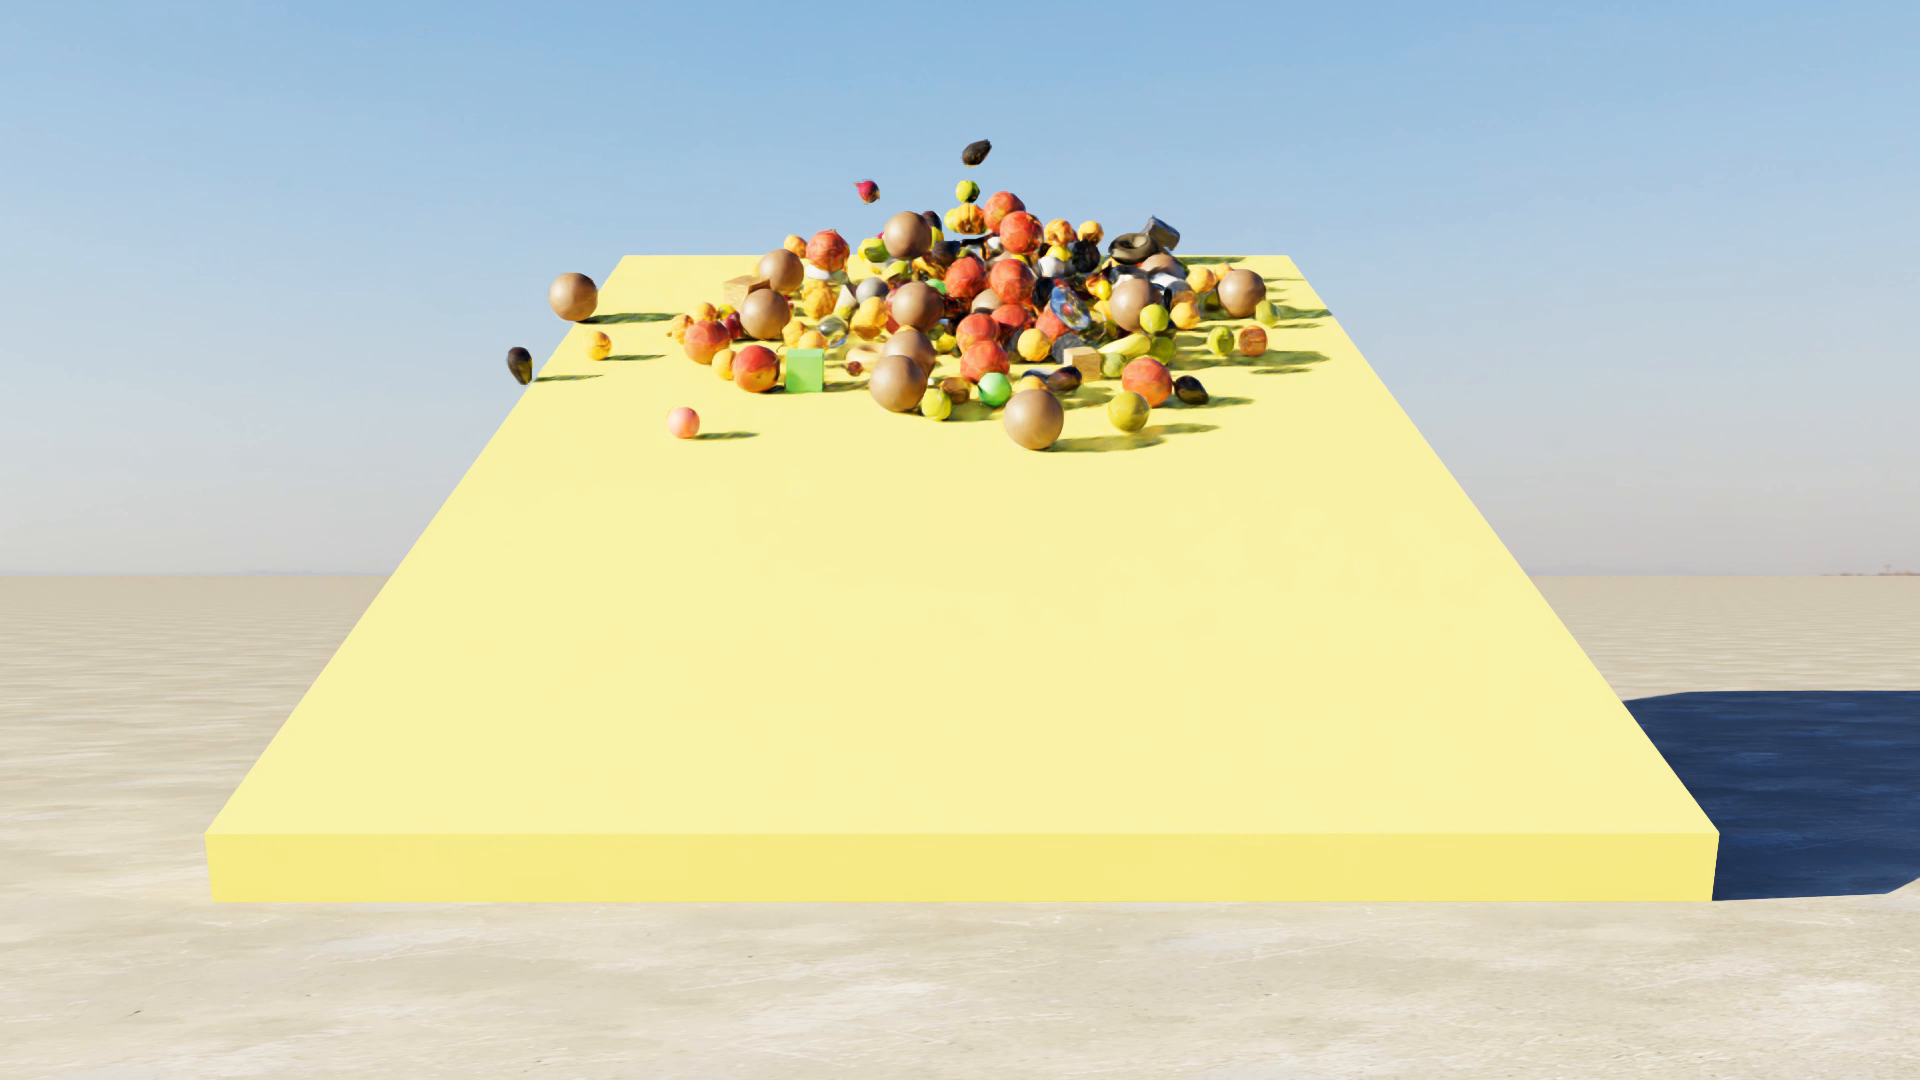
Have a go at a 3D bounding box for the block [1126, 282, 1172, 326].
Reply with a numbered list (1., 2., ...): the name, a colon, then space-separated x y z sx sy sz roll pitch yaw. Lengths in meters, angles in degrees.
1. block: 0.496 -0.621 5.888 0.090 0.090 0.090 -5 19 -16

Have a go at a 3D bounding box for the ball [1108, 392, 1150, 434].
1. ball: 0.364 -0.276 4.836 0.091 0.091 0.091 0 -1 0

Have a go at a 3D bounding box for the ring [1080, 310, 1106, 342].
1. ring: 0.335 -0.541 5.664 0.083 0.083 0.028 -1 -13 43

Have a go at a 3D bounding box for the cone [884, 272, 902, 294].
1. cone: -0.171 -0.687 6.058 0.054 0.054 0.054 -26 -3 -2

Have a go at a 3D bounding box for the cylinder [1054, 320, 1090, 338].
1. cylinder: 0.282 -0.541 5.640 0.065 0.065 0.065 1 -26 -43

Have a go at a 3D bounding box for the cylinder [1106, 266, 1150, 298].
1. cylinder: 0.455 -0.698 6.053 0.084 0.084 0.084 -1 1 40

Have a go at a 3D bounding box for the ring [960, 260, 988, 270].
1. ring: 0.039 -0.767 6.350 0.033 0.098 0.098 40 -25 -32

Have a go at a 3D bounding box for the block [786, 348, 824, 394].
1. block: -0.360 -0.393 5.195 0.084 0.084 0.084 0 19 -1

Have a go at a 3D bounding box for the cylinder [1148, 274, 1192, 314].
1. cylinder: 0.560 -0.661 6.007 0.093 0.093 0.093 0 16 -25

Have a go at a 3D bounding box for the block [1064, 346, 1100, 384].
1. block: 0.287 -0.414 5.293 0.068 0.068 0.068 -5 19 -15

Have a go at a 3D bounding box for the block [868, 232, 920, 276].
1. block: -0.187 -0.809 6.366 0.092 0.092 0.092 28 -9 -19

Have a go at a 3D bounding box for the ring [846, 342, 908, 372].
1. ring: -0.199 -0.440 5.399 0.150 0.050 0.150 1 19 0

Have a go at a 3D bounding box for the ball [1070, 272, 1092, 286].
1. ball: 0.336 -0.740 6.249 0.063 0.063 0.063 0 -1 0

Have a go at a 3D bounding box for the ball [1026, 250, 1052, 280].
1. ball: 0.228 -0.777 6.325 0.086 0.086 0.086 0 -1 0

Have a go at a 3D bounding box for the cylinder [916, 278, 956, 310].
1. cylinder: -0.063 -0.644 5.939 0.086 0.086 0.086 0 22 -15

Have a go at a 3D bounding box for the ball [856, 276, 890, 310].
1. ball: -0.223 -0.634 5.763 0.086 0.086 0.086 0 -1 0

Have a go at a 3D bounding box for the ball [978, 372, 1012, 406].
1. ball: 0.078 -0.340 5.052 0.077 0.077 0.077 0 -1 0

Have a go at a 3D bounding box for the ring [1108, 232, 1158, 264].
1. ring: 0.477 -0.804 6.177 0.135 0.045 0.135 -7 35 5

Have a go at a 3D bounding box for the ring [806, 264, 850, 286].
1. ring: -0.357 -0.712 6.016 0.122 0.041 0.122 14 3 -1

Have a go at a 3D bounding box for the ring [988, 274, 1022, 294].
1. ring: 0.122 -0.715 6.248 0.109 0.036 0.109 -11 21 4

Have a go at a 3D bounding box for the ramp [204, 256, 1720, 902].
1. ramp: -0.004 -0.188 4.872 2.000 0.100 4.000 0 18 0

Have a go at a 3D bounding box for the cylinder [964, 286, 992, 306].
1. cylinder: 0.049 -0.670 6.051 0.056 0.056 0.056 -21 -28 -12

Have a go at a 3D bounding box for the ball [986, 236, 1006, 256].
1. ball: 0.096 -0.784 5.972 0.051 0.051 0.051 0 -1 0

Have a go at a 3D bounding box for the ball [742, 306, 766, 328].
1. ball: -0.534 -0.578 5.806 0.057 0.057 0.057 0 -1 0

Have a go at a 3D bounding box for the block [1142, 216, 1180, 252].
1. block: 0.585 -0.888 6.630 0.093 0.093 0.093 29 20 -11

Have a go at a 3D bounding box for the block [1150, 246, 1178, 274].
1. block: 0.564 -0.778 6.210 0.052 0.052 0.052 -38 -2 17

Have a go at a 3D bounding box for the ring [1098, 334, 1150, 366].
1. ring: 0.394 -0.456 5.392 0.138 0.046 0.138 -19 -2 -1

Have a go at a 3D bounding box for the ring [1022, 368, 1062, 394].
1. ring: 0.190 -0.370 5.197 0.094 0.031 0.094 7 30 -4

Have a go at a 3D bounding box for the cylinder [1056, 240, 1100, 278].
1. cylinder: 0.320 -0.767 6.099 0.091 0.091 0.091 0 -2 -26

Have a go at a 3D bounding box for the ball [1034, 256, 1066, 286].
1. ball: 0.237 -0.713 5.938 0.082 0.082 0.082 0 -1 0

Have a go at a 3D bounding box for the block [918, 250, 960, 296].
1. block: -0.057 -0.739 6.202 0.098 0.098 0.098 4 30 8

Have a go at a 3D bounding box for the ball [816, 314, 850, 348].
1. ball: -0.318 -0.520 5.590 0.083 0.083 0.083 0 -1 0

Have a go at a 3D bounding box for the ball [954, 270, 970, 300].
1. ball: 0.026 -0.701 6.138 0.086 0.086 0.086 0 -1 0

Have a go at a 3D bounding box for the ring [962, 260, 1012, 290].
1. ring: 0.072 -0.709 5.987 0.134 0.045 0.134 -12 26 6

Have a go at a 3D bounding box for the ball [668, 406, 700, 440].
1. ball: -0.590 -0.250 4.787 0.070 0.070 0.070 0 -1 0

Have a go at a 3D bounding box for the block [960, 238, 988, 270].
1. block: 0.036 -0.781 6.107 0.061 0.061 0.061 -3 36 11

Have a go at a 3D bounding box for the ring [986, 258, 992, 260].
1. ring: 0.101 -0.780 6.409 0.097 0.032 0.097 30 4 -2

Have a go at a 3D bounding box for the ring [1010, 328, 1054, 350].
1. ring: 0.181 -0.503 5.610 0.111 0.037 0.111 3 22 -1

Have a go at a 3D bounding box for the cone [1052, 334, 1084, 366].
1. cone: 0.275 -0.455 5.468 0.081 0.081 0.081 0 -9 16

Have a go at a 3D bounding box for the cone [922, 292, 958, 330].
1. cone: -0.031 -0.575 5.779 0.095 0.095 0.095 -37 -2 -2

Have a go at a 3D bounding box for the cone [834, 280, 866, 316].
1. cone: -0.302 -0.608 5.833 0.097 0.097 0.097 -41 -15 16

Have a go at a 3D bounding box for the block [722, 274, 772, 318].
1. block: -0.564 -0.647 5.955 0.090 0.090 0.090 13 26 34

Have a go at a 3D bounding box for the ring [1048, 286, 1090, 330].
1. ring: 0.265 -0.561 5.425 0.041 0.124 0.124 -43 -26 29
